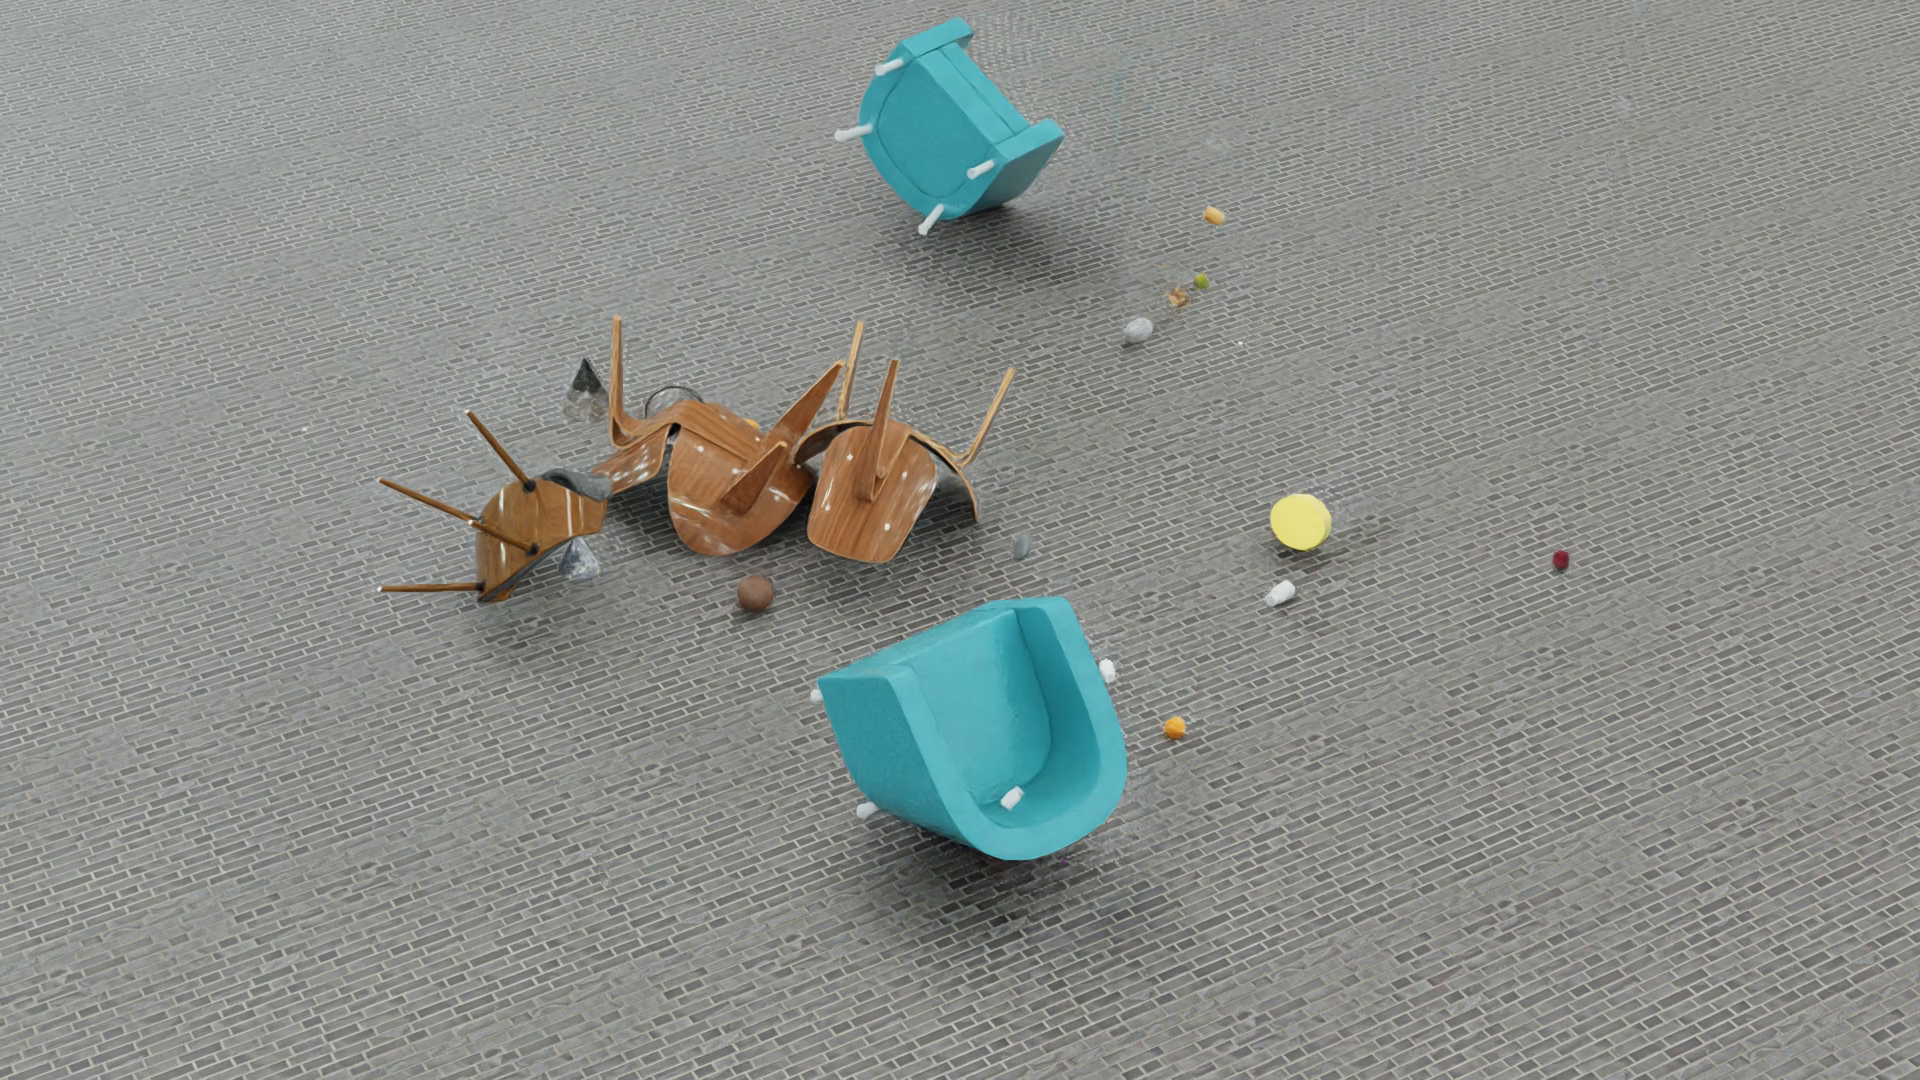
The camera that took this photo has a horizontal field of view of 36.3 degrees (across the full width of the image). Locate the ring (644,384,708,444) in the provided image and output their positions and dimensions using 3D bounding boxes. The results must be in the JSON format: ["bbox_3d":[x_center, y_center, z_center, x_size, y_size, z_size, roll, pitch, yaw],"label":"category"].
[{"bbox_3d":[-1.109,-0.489,11.456,0.250,0.256,0.051,-1,25,2],"label":"ring"}]

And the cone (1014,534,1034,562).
[{"bbox_3d":[0.233,0.043,10.779,0.062,0.121,0.050,19,29,-10],"label":"cone"}]

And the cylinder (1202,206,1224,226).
[{"bbox_3d":[1.083,-1.384,12.520,0.075,0.061,0.047,27,-2,-17],"label":"cylinder"}]

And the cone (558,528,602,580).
[{"bbox_3d":[-1.396,0.034,10.725,0.157,0.185,0.133,3,33,4],"label":"cone"}]

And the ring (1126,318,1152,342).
[{"bbox_3d":[0.742,-0.869,12.177,0.121,0.074,0.083,-23,50,-5],"label":"ring"}]

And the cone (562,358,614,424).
[{"bbox_3d":[-1.490,-0.630,11.687,0.206,0.235,0.250,1,33,1],"label":"cone"}]

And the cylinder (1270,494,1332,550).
[{"bbox_3d":[1.260,-0.069,10.829,0.213,0.181,0.160,42,15,9],"label":"cylinder"}]

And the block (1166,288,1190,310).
[{"bbox_3d":[0.920,-1.016,12.363,0.064,0.092,0.063,-40,79,6],"label":"block"}]
